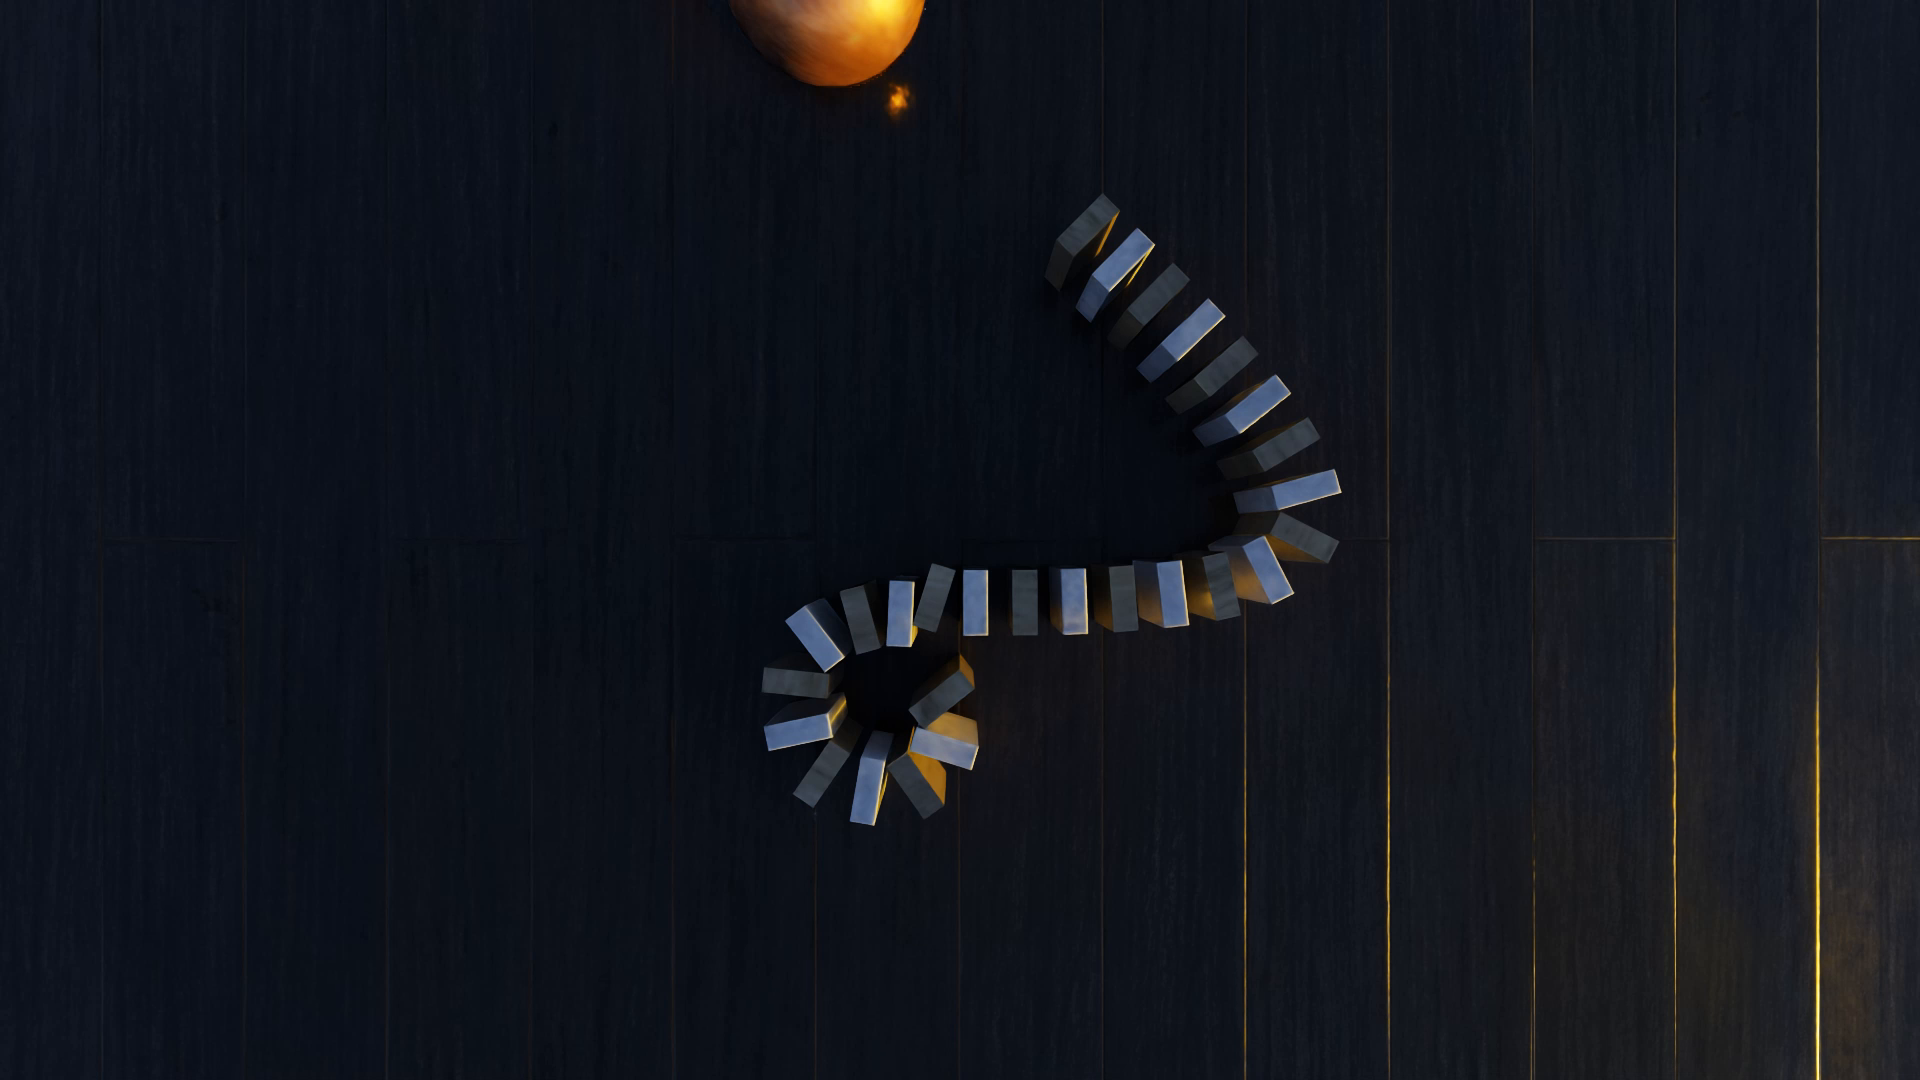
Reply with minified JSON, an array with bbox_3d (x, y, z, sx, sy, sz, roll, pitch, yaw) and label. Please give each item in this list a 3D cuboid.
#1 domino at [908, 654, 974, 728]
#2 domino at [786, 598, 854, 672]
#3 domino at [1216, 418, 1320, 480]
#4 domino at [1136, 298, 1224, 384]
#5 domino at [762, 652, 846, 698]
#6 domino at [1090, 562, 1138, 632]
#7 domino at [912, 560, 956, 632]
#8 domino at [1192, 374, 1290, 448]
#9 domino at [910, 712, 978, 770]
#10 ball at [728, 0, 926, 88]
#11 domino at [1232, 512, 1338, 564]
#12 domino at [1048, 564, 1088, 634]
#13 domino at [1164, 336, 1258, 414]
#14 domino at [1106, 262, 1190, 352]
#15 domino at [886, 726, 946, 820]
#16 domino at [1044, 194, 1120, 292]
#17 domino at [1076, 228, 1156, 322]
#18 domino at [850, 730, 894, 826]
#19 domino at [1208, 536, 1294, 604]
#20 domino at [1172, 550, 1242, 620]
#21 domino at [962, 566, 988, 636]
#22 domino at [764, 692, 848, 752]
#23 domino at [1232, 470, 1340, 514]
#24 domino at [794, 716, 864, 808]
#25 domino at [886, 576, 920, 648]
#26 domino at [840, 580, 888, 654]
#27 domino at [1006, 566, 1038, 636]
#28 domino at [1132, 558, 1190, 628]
[{"bbox_3d":[-0.007,0.061,0.375,0.025,0.050,0.010,-38,90,0],"label":"domino"},{"bbox_3d":[-0.056,0.038,0.375,0.009,0.050,0.025,-38,90,0],"label":"domino"},{"bbox_3d":[0.125,-0.037,0.375,0.025,0.050,0.009,-31,90,0],"label":"domino"},{"bbox_3d":[0.089,-0.080,0.375,0.025,0.050,0.009,-43,90,0],"label":"domino"},{"bbox_3d":[-0.063,0.055,0.375,0.025,0.050,0.009,6,90,0],"label":"domino"},{"bbox_3d":[0.063,0.022,0.375,0.009,0.050,0.025,-4,90,0],"label":"domino"},{"bbox_3d":[-0.010,0.022,0.375,0.010,0.050,0.025,18,90,0],"label":"domino"},{"bbox_3d":[0.114,-0.052,0.375,0.025,0.050,0.009,-38,90,0],"label":"domino"},{"bbox_3d":[-0.006,0.080,0.375,0.025,0.050,0.009,17,90,0],"label":"domino"},{"bbox_3d":[-0.053,-0.223,0.360,0.080,0.080,0.080,0,90,0],"label":"ball"},{"bbox_3d":[0.132,-0.001,0.375,0.025,0.050,0.010,27,90,0],"label":"domino"},{"bbox_3d":[0.044,0.024,0.375,0.010,0.050,0.025,-2,90,0],"label":"domino"},{"bbox_3d":[0.102,-0.066,0.375,0.025,0.050,0.010,-41,90,0],"label":"domino"},{"bbox_3d":[0.076,-0.094,0.375,0.010,0.050,0.025,45,90,0],"label":"domino"},{"bbox_3d":[-0.017,0.094,0.375,0.009,0.050,0.025,-35,90,0],"label":"domino"},{"bbox_3d":[0.049,-0.120,0.375,0.025,0.050,0.009,-45,90,0],"label":"domino"},{"bbox_3d":[0.062,-0.107,0.375,0.010,0.050,0.025,44,90,0],"label":"domino"},{"bbox_3d":[-0.035,0.096,0.375,0.010,0.050,0.025,10,90,0],"label":"domino"},{"bbox_3d":[0.118,0.011,0.375,0.010,0.050,0.025,-27,90,0],"label":"domino"},{"bbox_3d":[0.100,0.018,0.375,0.010,0.050,0.025,-13,90,0],"label":"domino"},{"bbox_3d":[0.006,0.024,0.375,0.010,0.050,0.025,0,90,0],"label":"domino"},{"bbox_3d":[-0.062,0.073,0.375,0.025,0.050,0.010,-12,90,0],"label":"domino"},{"bbox_3d":[0.132,-0.019,0.375,0.025,0.050,0.009,-15,90,0],"label":"domino"},{"bbox_3d":[-0.053,0.089,0.375,0.010,0.050,0.025,35,90,0],"label":"domino"},{"bbox_3d":[-0.023,0.028,0.375,0.009,0.050,0.025,3,90,0],"label":"domino"},{"bbox_3d":[-0.038,0.031,0.375,0.010,0.050,0.025,-15,90,0],"label":"domino"},{"bbox_3d":[0.025,0.024,0.375,0.010,0.050,0.025,-1,90,0],"label":"domino"},{"bbox_3d":[0.081,0.021,0.375,0.009,0.050,0.025,-7,90,0],"label":"domino"}]
